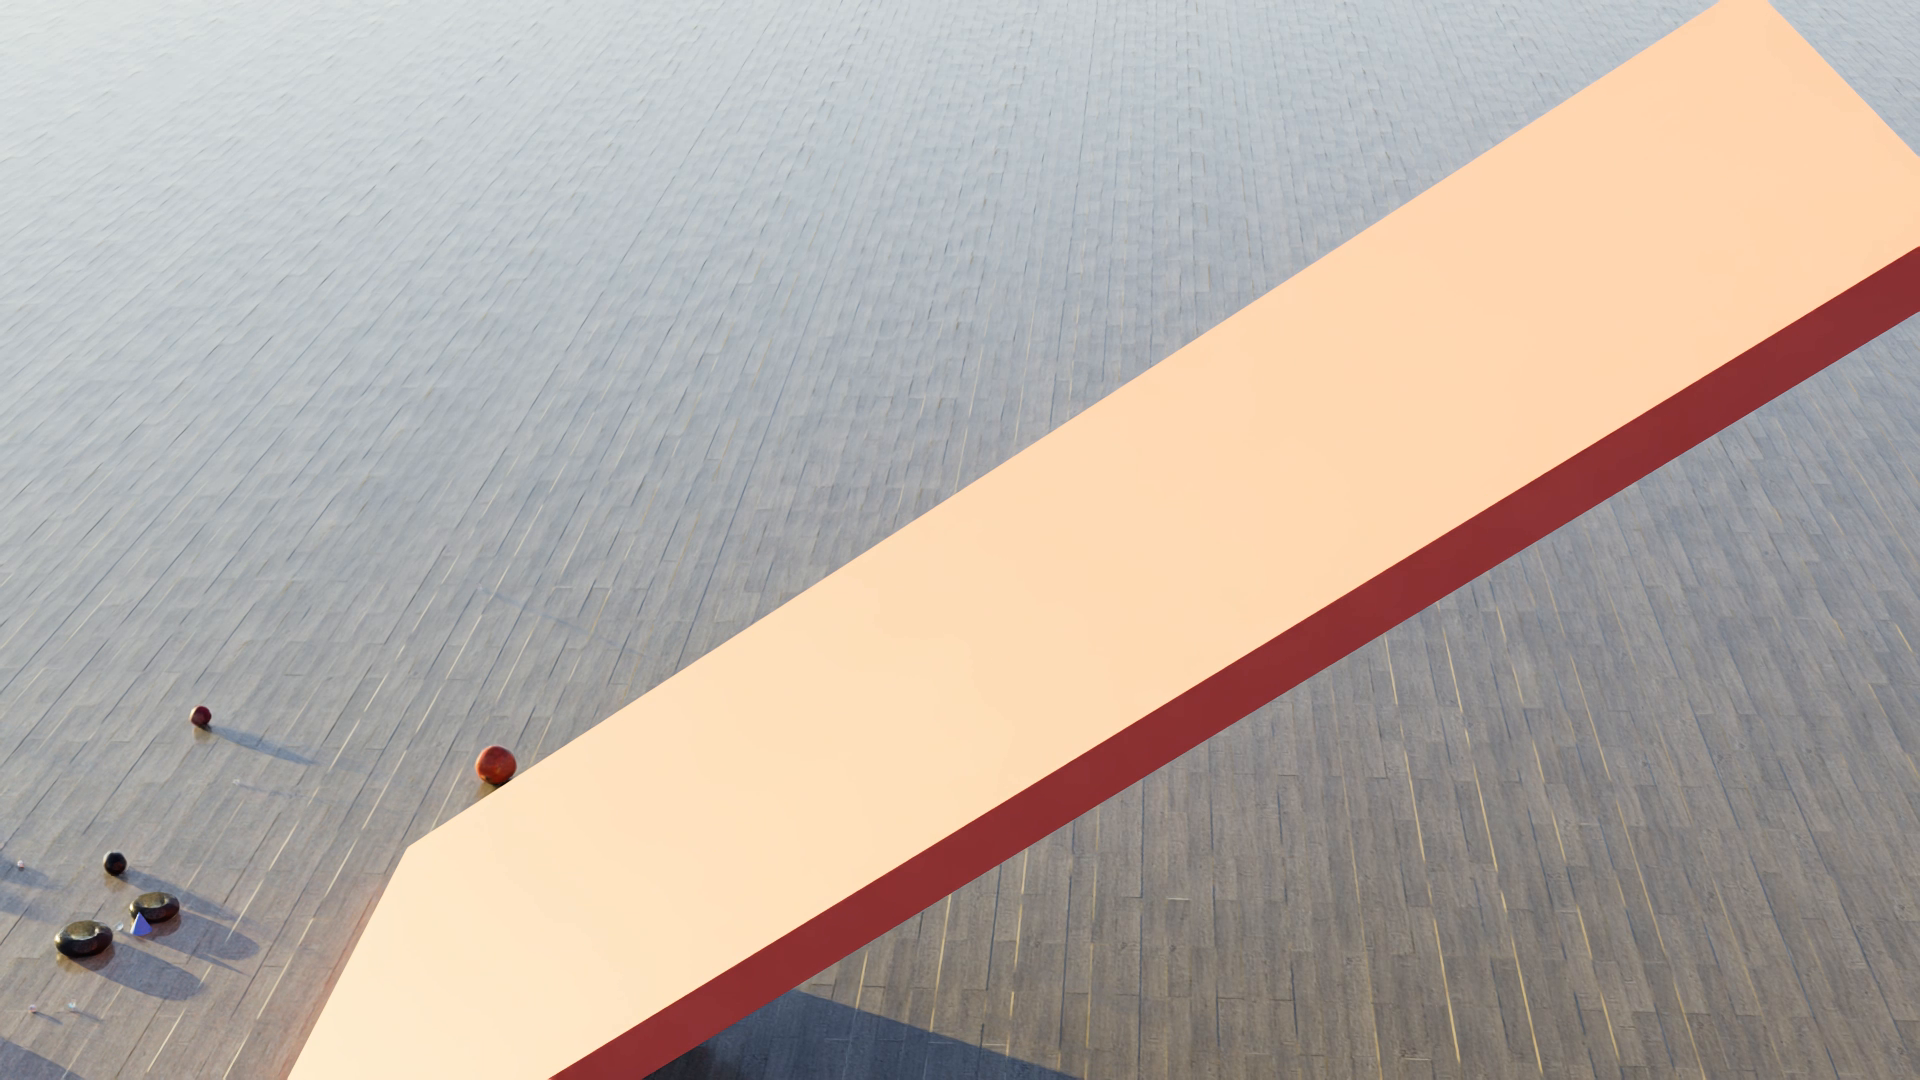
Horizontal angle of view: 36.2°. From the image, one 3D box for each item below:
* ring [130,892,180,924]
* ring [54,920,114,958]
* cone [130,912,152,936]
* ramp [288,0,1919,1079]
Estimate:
[{"bbox_3d":[-2.072,0.946,7.566,0.127,0.042,0.127,1,22,0],"label":"ring"},{"bbox_3d":[-2.208,1.005,7.410,0.143,0.048,0.143,1,23,0],"label":"ring"},{"bbox_3d":[-2.087,0.970,7.488,0.054,0.054,0.054,0,22,0],"label":"cone"},{"bbox_3d":[0.135,0.174,6.308,4.000,0.100,2.000,-33,16,15],"label":"ramp"}]
